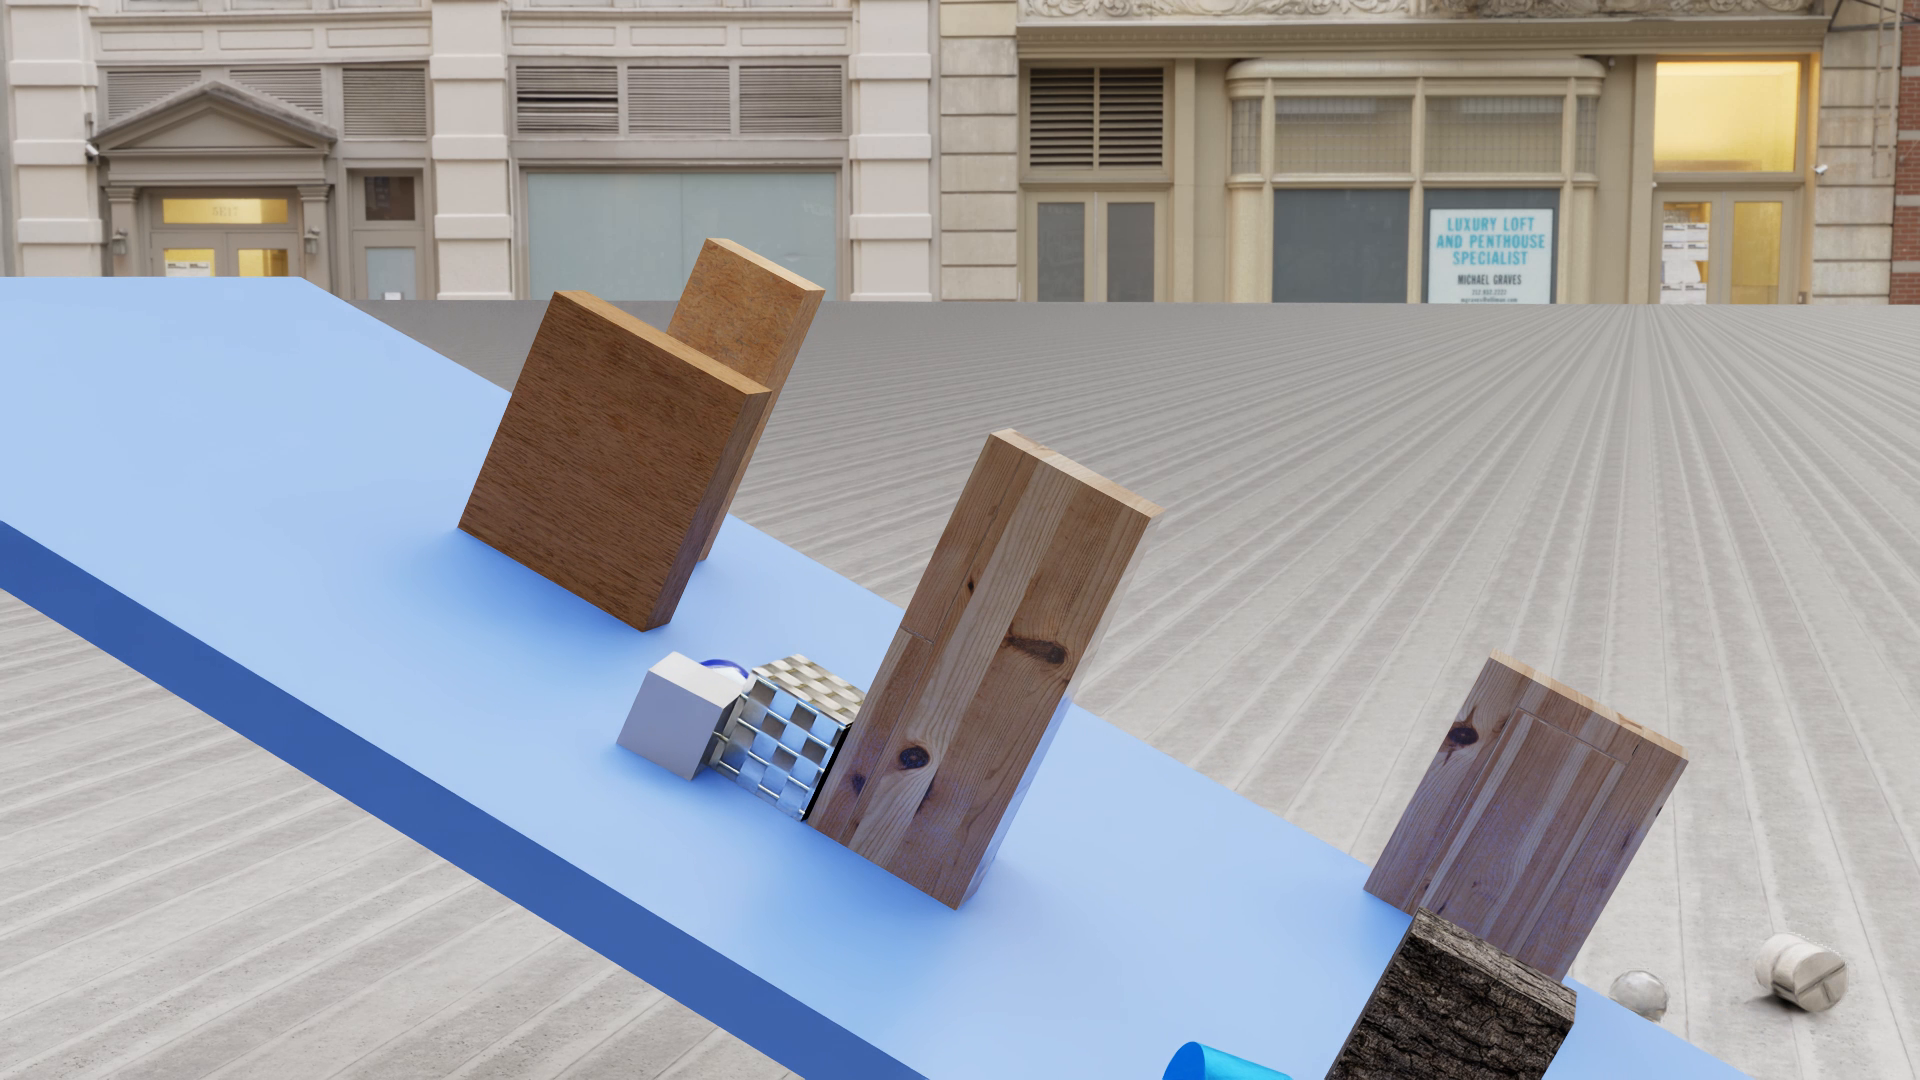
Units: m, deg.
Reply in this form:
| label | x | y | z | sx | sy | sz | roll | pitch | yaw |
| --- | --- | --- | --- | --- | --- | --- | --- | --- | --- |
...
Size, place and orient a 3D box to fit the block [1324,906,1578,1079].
| label | x | y | z | sx | sy | sz | roll | pitch | yaw |
| --- | --- | --- | --- | --- | --- | --- | --- | --- | --- |
| block | 0.648 | 0.800 | 3.128 | 0.245 | 0.479 | 0.135 | 28 | 14 | 12 |

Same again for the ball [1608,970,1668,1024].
| label | x | y | z | sx | sy | sz | roll | pitch | yaw |
| --- | --- | --- | --- | --- | --- | --- | --- | --- | --- |
| ball | 1.668 | 1.129 | 5.407 | 0.142 | 0.142 | 0.142 | 0 | 7 | 0 |

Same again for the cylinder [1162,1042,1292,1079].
| label | x | y | z | sx | sy | sz | roll | pitch | yaw |
| --- | --- | --- | --- | --- | --- | --- | --- | --- | --- |
| cylinder | 0.390 | 0.836 | 3.229 | 0.155 | 0.155 | 0.155 | 22 | 2 | -13 |

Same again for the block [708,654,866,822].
| label | x | y | z | sx | sy | sz | roll | pitch | yaw |
| --- | --- | --- | --- | --- | --- | --- | --- | --- | --- |
| block | -0.279 | 0.340 | 3.814 | 0.193 | 0.193 | 0.193 | 29 | 14 | 15 |

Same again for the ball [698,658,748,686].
| label | x | y | z | sx | sy | sz | roll | pitch | yaw |
| --- | --- | --- | --- | --- | --- | --- | --- | --- | --- |
| ball | -0.427 | 0.281 | 3.874 | 0.144 | 0.144 | 0.144 | 0 | 7 | 0 |

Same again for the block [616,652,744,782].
| label | x | y | z | sx | sy | sz | roll | pitch | yaw |
| --- | --- | --- | --- | --- | --- | --- | --- | --- | --- |
| block | -0.472 | 0.298 | 3.737 | 0.142 | 0.142 | 0.142 | 27 | 14 | 5 |

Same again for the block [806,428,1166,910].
| label | x | y | z | sx | sy | sz | roll | pitch | yaw |
| --- | --- | --- | --- | --- | --- | --- | --- | --- | --- |
| block | 0.039 | 0.216 | 3.668 | 0.296 | 0.744 | 0.123 | 28 | 14 | 12 |

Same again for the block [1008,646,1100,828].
| label | x | y | z | sx | sy | sz | roll | pitch | yaw |
| --- | --- | --- | --- | --- | --- | --- | --- | --- | --- |
| block | 0.023 | 0.324 | 3.895 | 0.266 | 0.434 | 0.120 | 28 | 14 | 12 |

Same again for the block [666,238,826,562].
| label | x | y | z | sx | sy | sz | roll | pitch | yaw |
| --- | --- | --- | --- | --- | --- | --- | --- | --- | --- |
| block | -0.546 | -0.297 | 4.736 | 0.249 | 0.656 | 0.117 | 28 | 14 | 12 |

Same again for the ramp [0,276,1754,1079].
| label | x | y | z | sx | sy | sz | roll | pitch | yaw |
| --- | --- | --- | --- | --- | --- | --- | --- | --- | --- |
| ramp | -0.252 | 0.426 | 4.164 | 4.000 | 0.100 | 2.000 | 28 | 14 | 12 |

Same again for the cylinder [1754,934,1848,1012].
| label | x | y | z | sx | sy | sz | roll | pitch | yaw |
| --- | --- | --- | --- | --- | --- | --- | --- | --- | --- |
| cylinder | 2.136 | 1.099 | 5.588 | 0.158 | 0.158 | 0.158 | -2 | 7 | -16 |

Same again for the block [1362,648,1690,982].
| label | x | y | z | sx | sy | sz | roll | pitch | yaw |
| --- | --- | --- | --- | --- | --- | --- | --- | --- | --- |
| block | 1.195 | 0.594 | 4.666 | 0.448 | 0.576 | 0.123 | 28 | 14 | 12 |

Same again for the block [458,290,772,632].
| label | x | y | z | sx | sy | sz | roll | pitch | yaw |
| --- | --- | --- | --- | --- | --- | --- | --- | --- | --- |
| block | -0.675 | -0.156 | 4.282 | 0.439 | 0.514 | 0.127 | 28 | 14 | 12 |
